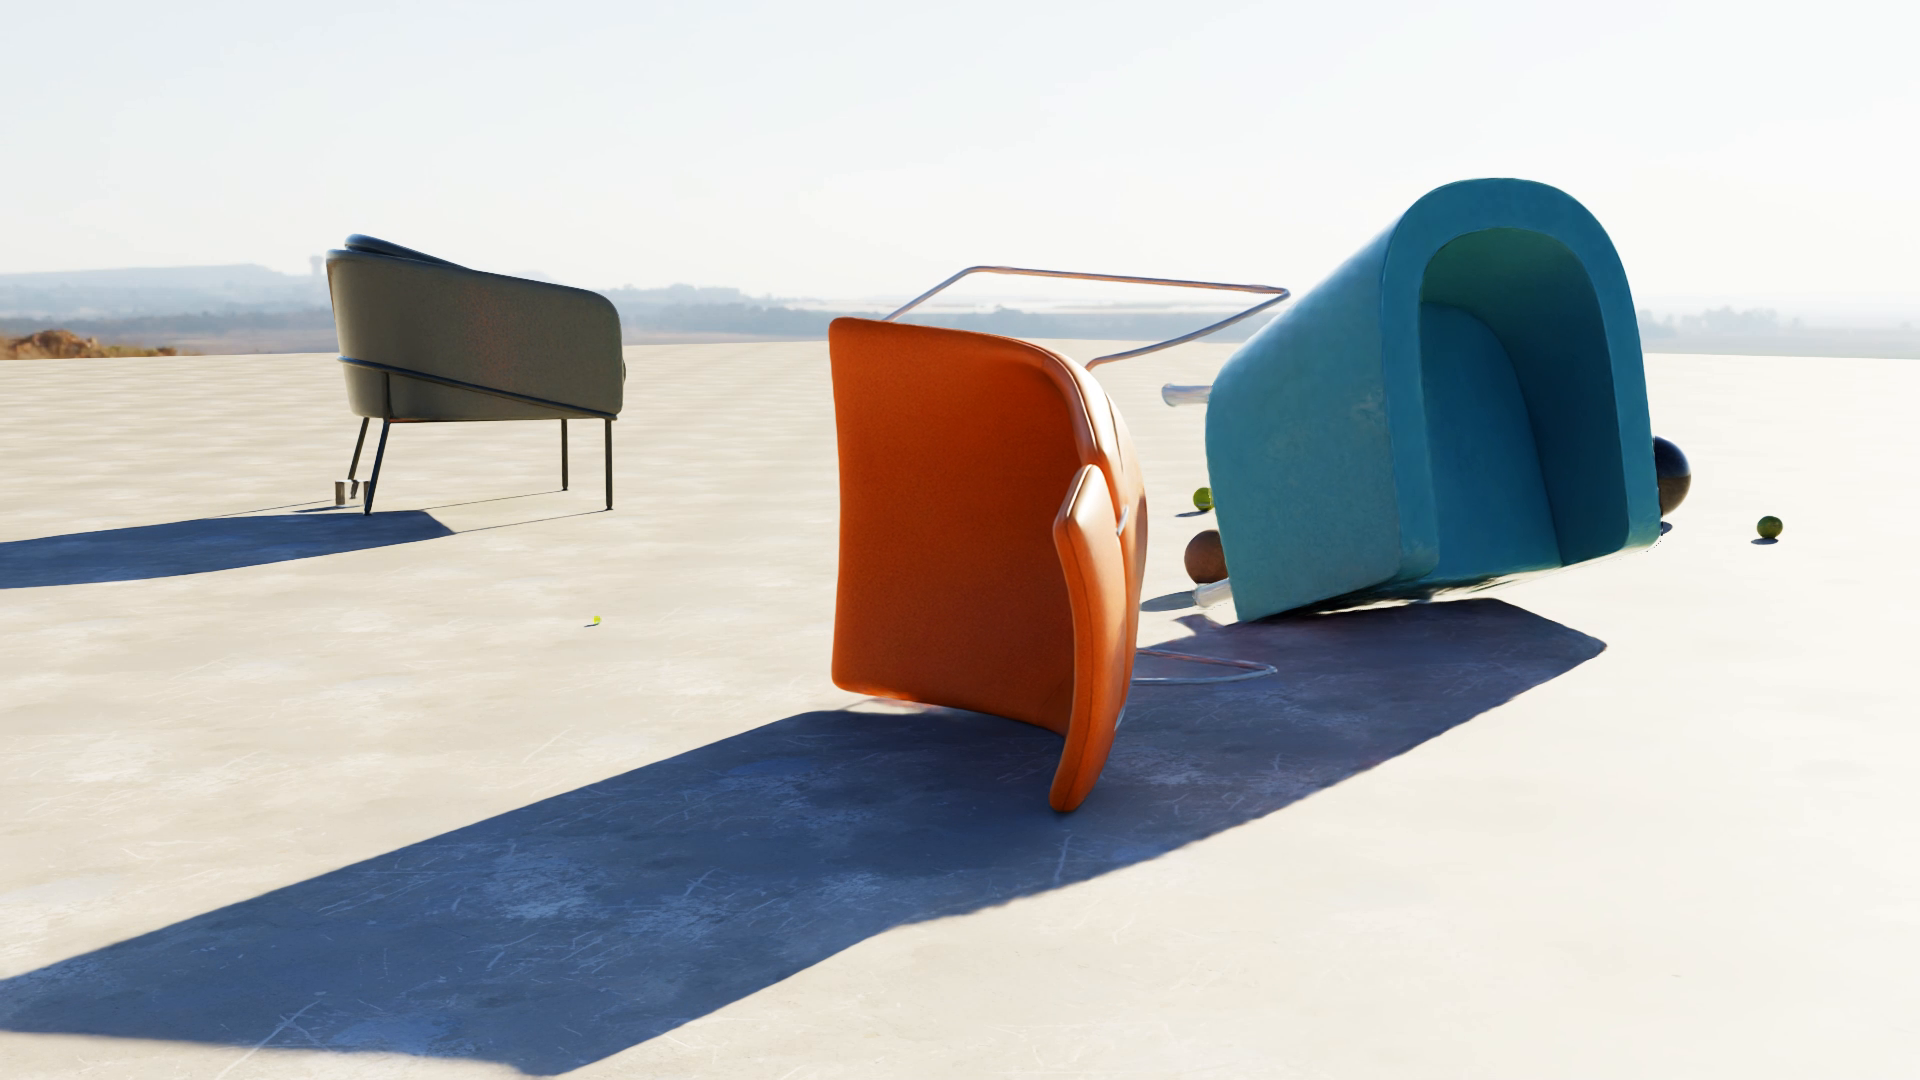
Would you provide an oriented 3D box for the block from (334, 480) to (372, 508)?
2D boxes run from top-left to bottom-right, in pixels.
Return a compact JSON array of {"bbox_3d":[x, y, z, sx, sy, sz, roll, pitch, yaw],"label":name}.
[{"bbox_3d":[-1.743,-0.135,7.369,0.064,0.072,0.077,5,8,40],"label":"block"}]

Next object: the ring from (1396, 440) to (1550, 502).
[{"bbox_3d":[1.531,-0.207,7.649,0.478,0.163,0.404,-4,8,-26],"label":"ring"}]

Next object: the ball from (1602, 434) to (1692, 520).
[{"bbox_3d":[1.856,-0.171,6.930,0.235,0.235,0.235,0,6,0],"label":"ball"}]
